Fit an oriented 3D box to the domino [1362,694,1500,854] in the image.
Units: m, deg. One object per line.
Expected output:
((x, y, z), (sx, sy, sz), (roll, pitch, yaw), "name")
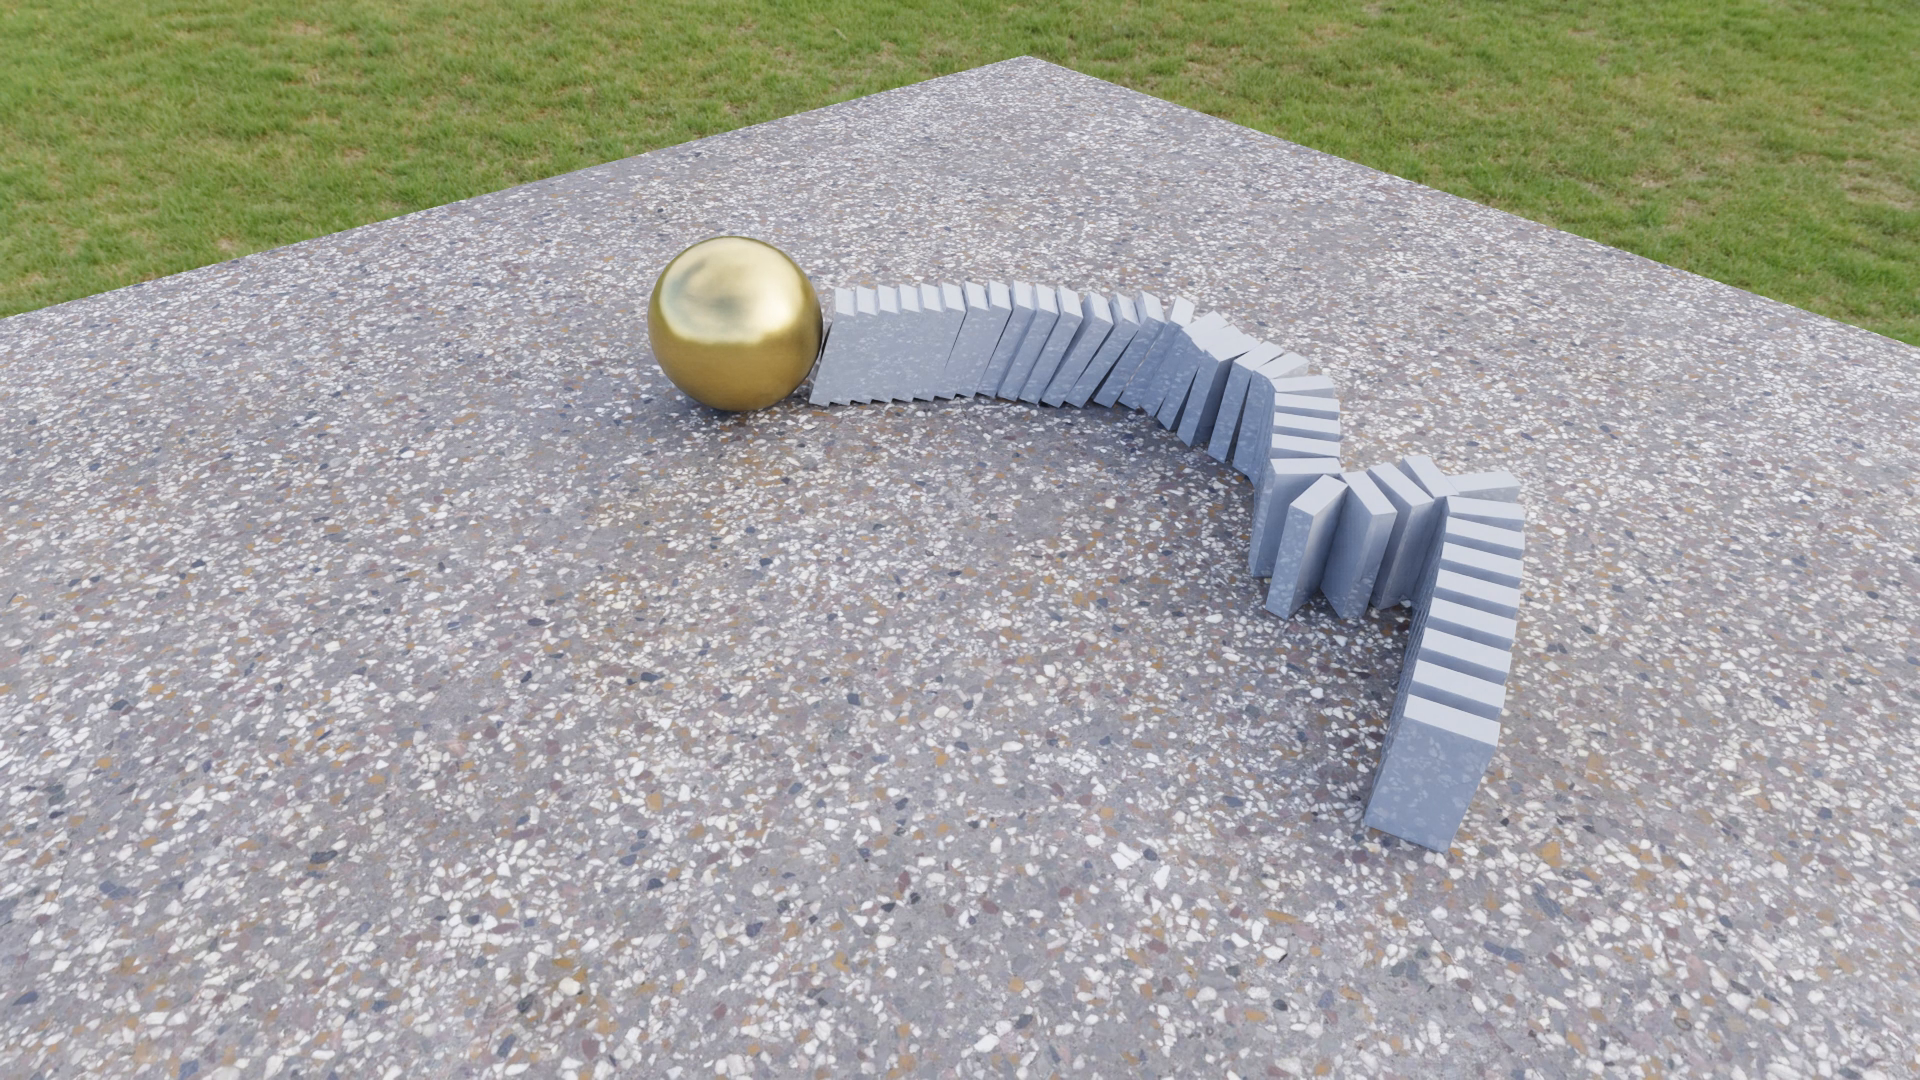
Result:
((0.139, 0.070, 0.326), (0.025, 0.050, 0.009), (17, 42, 20), "domino")

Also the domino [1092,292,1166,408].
((0.079, -0.090, 0.522), (0.010, 0.050, 0.025), (20, 37, -15), "domino")

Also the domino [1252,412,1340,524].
((0.135, -0.026, 0.443), (0.025, 0.050, 0.010), (10, 40, 12), "domino")

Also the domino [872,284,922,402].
((-0.031, -0.094, 0.526), (0.009, 0.050, 0.025), (12, 37, -16), "domino")

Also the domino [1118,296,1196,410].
((0.093, -0.088, 0.519), (0.010, 0.050, 0.025), (27, 42, -3), "domino")

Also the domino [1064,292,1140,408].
((0.066, -0.090, 0.522), (0.010, 0.050, 0.025), (22, 35, -19), "domino")

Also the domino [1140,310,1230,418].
((0.104, -0.081, 0.510), (0.025, 0.050, 0.010), (-33, 70, -33), "domino")

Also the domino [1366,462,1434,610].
((0.159, -0.001, 0.413), (0.010, 0.050, 0.025), (-13, 41, -16), "domino")

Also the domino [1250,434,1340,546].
((0.131, -0.017, 0.432), (0.025, 0.050, 0.009), (9, 40, 11), "domino")

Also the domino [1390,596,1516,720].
((0.160, 0.044, 0.358), (0.025, 0.050, 0.010), (17, 42, 20), "domino")

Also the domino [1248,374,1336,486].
((0.140, -0.045, 0.466), (0.025, 0.050, 0.009), (-5, 41, -6), "domino")

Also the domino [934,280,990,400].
((-0.001, -0.095, 0.528), (0.009, 0.050, 0.025), (12, 36, -17), "domino")

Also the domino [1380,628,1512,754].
((0.153, 0.052, 0.347), (0.025, 0.050, 0.009), (18, 43, 20), "domino")

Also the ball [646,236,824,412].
((-0.104, -0.100, 0.509), (0.080, 0.080, 0.080), (0, 39, 0), "ball")

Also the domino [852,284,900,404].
((-0.041, -0.093, 0.525), (0.009, 0.050, 0.025), (12, 37, -16), "domino")

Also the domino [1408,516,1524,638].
((0.179, 0.017, 0.391), (0.025, 0.050, 0.009), (15, 42, 17), "domino")

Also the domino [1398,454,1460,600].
((0.172, -0.004, 0.417), (0.009, 0.050, 0.025), (-5, 40, -6), "domino")

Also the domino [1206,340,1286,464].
((0.126, -0.060, 0.484), (0.025, 0.050, 0.009), (-32, 55, -33), "domino")

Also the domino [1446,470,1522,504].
((0.190, -0.002, 0.414), (0.025, 0.050, 0.009), (-5, 40, -6), "domino")

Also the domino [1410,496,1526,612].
((0.184, 0.008, 0.402), (0.025, 0.050, 0.009), (7, 40, 9), "domino")

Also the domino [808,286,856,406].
((-0.061, -0.092, 0.523), (0.009, 0.050, 0.025), (12, 37, -16), "domino")

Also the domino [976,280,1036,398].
((0.021, -0.097, 0.529), (0.010, 0.050, 0.025), (16, 37, -15), "domino")

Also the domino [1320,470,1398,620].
((0.146, 0.002, 0.409), (0.009, 0.050, 0.025), (-7, 40, -9), "domino")

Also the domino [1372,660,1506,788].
((0.146, 0.061, 0.337), (0.025, 0.050, 0.009), (18, 43, 20), "domino")

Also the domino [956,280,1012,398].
((0.010, -0.096, 0.529), (0.010, 0.050, 0.025), (15, 37, -14), "domino")

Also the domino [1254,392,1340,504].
((0.139, -0.036, 0.455), (0.025, 0.050, 0.009), (8, 40, 9), "domino")

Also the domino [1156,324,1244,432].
((0.109, -0.073, 0.500), (0.025, 0.050, 0.009), (-22, 61, -25), "domino")

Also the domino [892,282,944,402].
((-0.021, -0.094, 0.526), (0.009, 0.050, 0.025), (12, 37, -16), "domino")

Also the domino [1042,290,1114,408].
((0.054, -0.090, 0.523), (0.010, 0.050, 0.025), (20, 36, -18), "domino")

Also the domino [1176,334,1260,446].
((0.115, -0.066, 0.492), (0.025, 0.050, 0.010), (-22, 55, -25), "domino")

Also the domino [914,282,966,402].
((-0.011, -0.095, 0.527), (0.009, 0.050, 0.025), (12, 37, -16), "domino")

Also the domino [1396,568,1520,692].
((0.166, 0.035, 0.369), (0.025, 0.050, 0.009), (17, 42, 19), "domino")

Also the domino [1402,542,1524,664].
((0.173, 0.026, 0.380), (0.025, 0.050, 0.009), (16, 42, 19), "domino")

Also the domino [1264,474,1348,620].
((0.128, 0.003, 0.408), (0.010, 0.050, 0.025), (30, 48, 32), "domino")

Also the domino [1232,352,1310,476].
((0.135, -0.054, 0.478), (0.025, 0.050, 0.009), (-26, 47, -28), "domino")

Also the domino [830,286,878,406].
((-0.051, -0.092, 0.524), (0.010, 0.050, 0.025), (12, 37, -16), "domino")

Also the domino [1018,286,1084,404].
((0.042, -0.093, 0.525), (0.009, 0.050, 0.025), (17, 37, -15), "domino")

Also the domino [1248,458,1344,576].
((0.128, -0.008, 0.421), (0.025, 0.050, 0.010), (-1, 39, -1), "domino")

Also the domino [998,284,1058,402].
((0.031, -0.094, 0.527), (0.010, 0.050, 0.025), (16, 37, -15), "domino")
